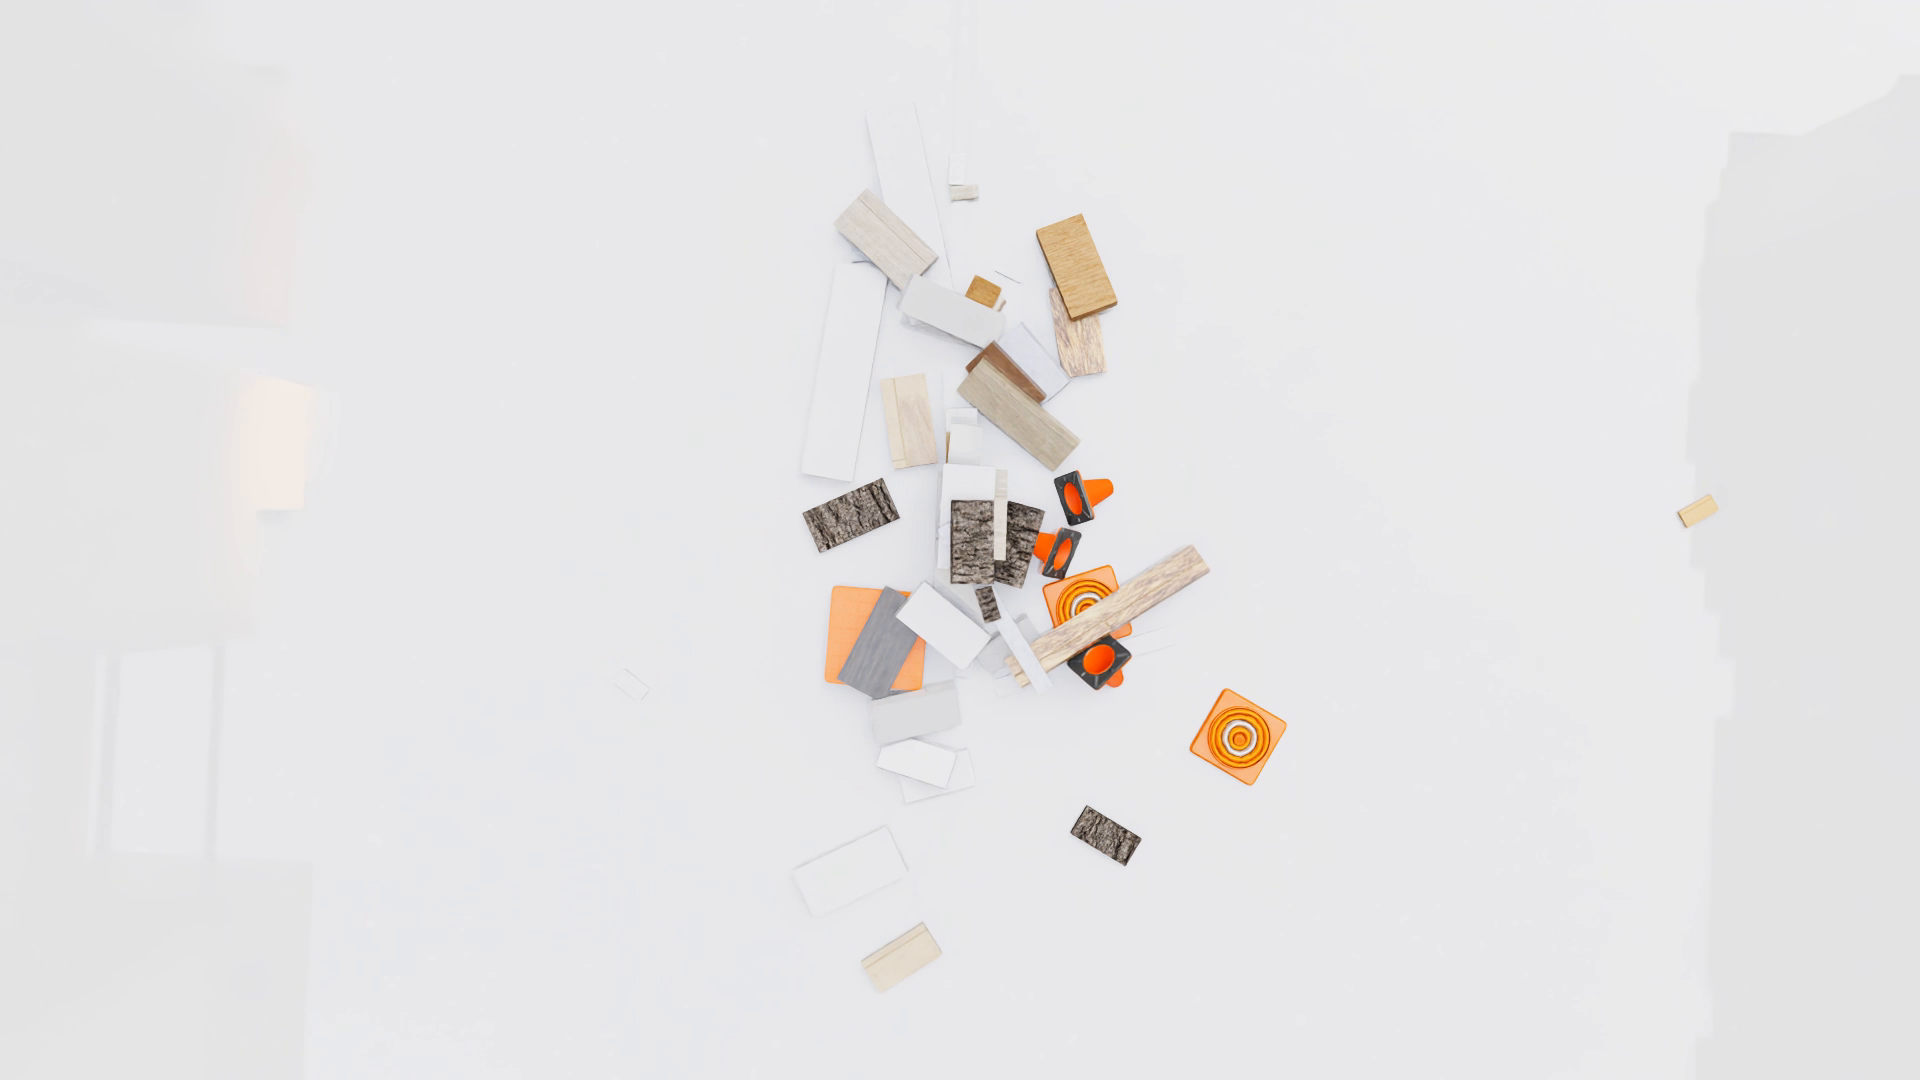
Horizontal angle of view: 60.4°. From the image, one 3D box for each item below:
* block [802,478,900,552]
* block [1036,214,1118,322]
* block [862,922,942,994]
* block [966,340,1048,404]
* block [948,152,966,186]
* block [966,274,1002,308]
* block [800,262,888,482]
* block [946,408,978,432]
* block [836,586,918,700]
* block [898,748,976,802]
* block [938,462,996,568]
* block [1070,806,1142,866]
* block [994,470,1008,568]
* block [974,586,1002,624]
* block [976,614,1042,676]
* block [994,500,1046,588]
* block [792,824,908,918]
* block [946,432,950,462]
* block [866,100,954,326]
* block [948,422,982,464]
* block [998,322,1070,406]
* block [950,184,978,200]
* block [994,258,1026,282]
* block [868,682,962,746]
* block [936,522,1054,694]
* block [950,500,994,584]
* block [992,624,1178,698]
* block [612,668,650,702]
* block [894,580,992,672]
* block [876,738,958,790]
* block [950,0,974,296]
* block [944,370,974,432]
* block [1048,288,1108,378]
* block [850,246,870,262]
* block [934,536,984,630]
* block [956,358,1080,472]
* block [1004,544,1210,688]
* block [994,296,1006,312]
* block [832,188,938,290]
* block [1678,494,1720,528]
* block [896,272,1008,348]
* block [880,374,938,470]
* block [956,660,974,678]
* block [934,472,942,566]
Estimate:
[{"bbox_3d":[-0.361,-0.082,5.479,0.291,0.041,0.145,-24,90,0],"label":"block"},{"bbox_3d":[0.384,-0.899,5.444,0.163,0.046,0.326,-20,79,-2],"label":"block"},{"bbox_3d":[-0.194,1.388,5.483,0.242,0.034,0.121,-32,90,0],"label":"block"},{"bbox_3d":[0.152,-0.524,5.442,0.255,0.036,0.127,45,113,-8],"label":"block"},{"bbox_3d":[-0.009,-1.231,5.478,0.052,0.015,0.104,3,90,0],"label":"block"},{"bbox_3d":[0.050,-0.762,5.444,0.102,0.029,0.203,21,100,-38],"label":"block"},{"bbox_3d":[-0.382,-0.556,5.476,0.172,0.049,0.709,10,90,0],"label":"block"},{"bbox_3d":[0.006,-0.336,5.463,0.102,0.029,0.203,-1,103,0],"label":"block"},{"bbox_3d":[-0.249,0.341,5.413,0.172,0.049,0.344,28,93,-2],"label":"block"},{"bbox_3d":[-0.077,0.782,5.483,0.242,0.034,0.121,-15,90,0],"label":"block"},{"bbox_3d":[0.021,-0.074,5.329,0.169,0.048,0.338,4,97,0],"label":"block"},{"bbox_3d":[0.485,0.983,5.485,0.212,0.030,0.106,31,90,0],"label":"block"},{"bbox_3d":[0.124,-0.067,5.394,0.042,0.149,0.299,3,78,-4],"label":"block"},{"bbox_3d":[0.091,0.209,5.311,0.056,0.016,0.113,-17,100,2],"label":"block"},{"bbox_3d":[0.159,0.345,5.463,0.212,0.030,0.106,-34,116,0],"label":"block"},{"bbox_3d":[0.182,0.015,5.442,0.134,0.038,0.268,17,90,41],"label":"block"},{"bbox_3d":[-0.363,1.099,5.476,0.344,0.049,0.172,-25,90,0],"label":"block"},{"bbox_3d":[0.004,-0.255,5.450,0.102,0.029,0.203,0,108,0],"label":"block"},{"bbox_3d":[-0.156,-1.080,5.468,0.163,0.046,0.722,-12,90,6],"label":"block"},{"bbox_3d":[0.013,-0.277,5.385,0.102,0.029,0.203,6,106,-1],"label":"block"},{"bbox_3d":[0.237,-0.583,5.459,0.127,0.036,0.255,-40,90,23],"label":"block"},{"bbox_3d":[0.015,-1.154,5.479,0.093,0.013,0.046,-5,90,0],"label":"block"},{"bbox_3d":[0.168,-0.897,5.493,0.093,0.013,0.046,26,90,0],"label":"block"},{"bbox_3d":[-0.148,0.571,5.424,0.291,0.041,0.145,-12,117,-10],"label":"block"},{"bbox_3d":[0.115,0.219,5.329,0.056,0.016,0.638,-31,99,5],"label":"block"},{"bbox_3d":[0.039,0.006,5.267,0.134,0.038,0.268,0,92,-14],"label":"block"},{"bbox_3d":[0.419,0.403,5.491,0.630,0.017,0.061,-17,90,0],"label":"block"},{"bbox_3d":[-1.094,0.483,5.492,0.113,0.016,0.056,39,90,0],"label":"block"},{"bbox_3d":[-0.055,0.279,5.375,0.291,0.041,0.145,40,90,-12],"label":"block"},{"bbox_3d":[-0.142,0.729,5.450,0.242,0.034,0.121,17,76,9],"label":"block"},{"bbox_3d":[0.007,-1.352,5.493,0.052,0.015,1.105,2,90,0],"label":"block"},{"bbox_3d":[-0.003,-0.465,5.486,0.102,0.029,0.203,-1,90,0],"label":"block"},{"bbox_3d":[0.392,-0.696,5.479,0.149,0.042,0.299,-9,90,0],"label":"block"},{"bbox_3d":[-0.309,-0.955,5.493,0.104,0.015,0.052,-4,90,0],"label":"block"},{"bbox_3d":[0.000,0.162,5.432,0.169,0.048,0.338,2,105,0],"label":"block"},{"bbox_3d":[0.193,-0.412,5.437,0.422,0.038,0.134,39,114,-5],"label":"block"},{"bbox_3d":[0.484,0.250,5.418,0.727,0.030,0.106,-32,69,0],"label":"block"},{"bbox_3d":[0.121,-0.760,5.476,0.013,0.046,0.093,32,90,12],"label":"block"},{"bbox_3d":[-0.243,-0.985,5.428,0.326,0.046,0.163,44,92,3],"label":"block"},{"bbox_3d":[2.458,-0.097,5.491,0.121,0.017,0.061,-30,90,0],"label":"block"},{"bbox_3d":[-0.027,-0.742,5.373,0.361,0.036,0.127,21,100,-27],"label":"block"},{"bbox_3d":[-0.168,-0.394,5.479,0.149,0.042,0.299,-9,90,0],"label":"block"},{"bbox_3d":[0.018,0.402,5.492,0.054,0.015,0.107,9,90,0],"label":"block"},{"bbox_3d":[0.005,-0.054,5.418,0.169,0.048,0.338,2,111,0],"label":"block"}]
